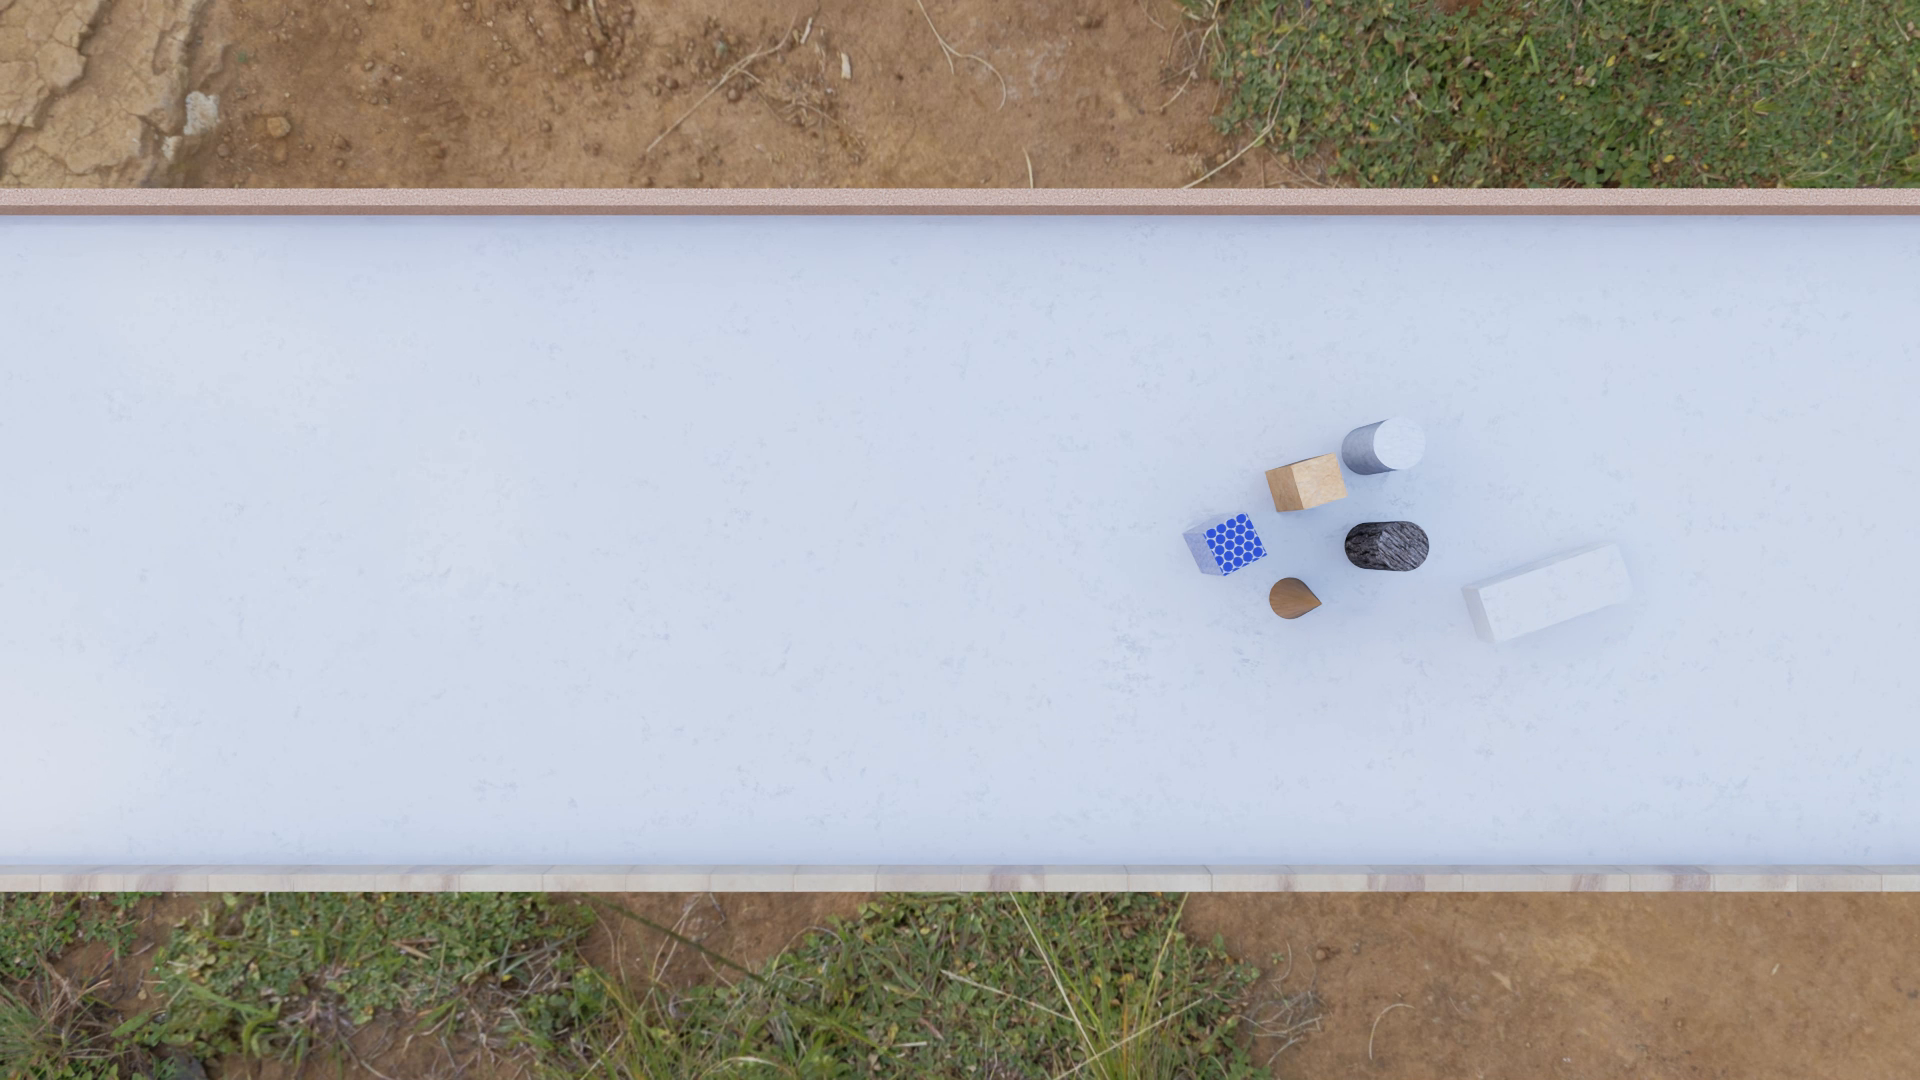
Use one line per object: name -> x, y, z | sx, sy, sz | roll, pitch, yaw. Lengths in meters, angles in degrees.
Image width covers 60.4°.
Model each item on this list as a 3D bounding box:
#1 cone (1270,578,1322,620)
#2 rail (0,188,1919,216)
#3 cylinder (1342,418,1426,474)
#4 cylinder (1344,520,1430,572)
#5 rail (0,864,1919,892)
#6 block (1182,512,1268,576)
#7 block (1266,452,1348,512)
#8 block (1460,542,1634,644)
cone -> 1.016, 0.179, 4.849 | 0.129, 0.456, 0.129 | 0, 90, 0
rail -> -2.247, -1.025, 5.002 | 12.000, 0.150, 0.050 | 0, 90, 0
cylinder -> 1.248, -0.275, 4.880 | 0.150, 0.394, 0.150 | 0, 90, 0
cylinder -> 1.255, 0.018, 4.870 | 0.144, 0.413, 0.144 | 0, 90, 0
rail -> -2.247, 1.025, 5.001 | 12.000, 0.150, 0.050 | 0, 90, 0
block -> 0.774, 0.011, 4.861 | 0.137, 0.431, 0.137 | -26, 90, 0
block -> 1.019, -0.167, 4.877 | 0.131, 0.400, 0.131 | -17, 90, 0
block -> 1.775, 0.158, 4.991 | 0.437, 0.170, 0.170 | -19, 90, 0
